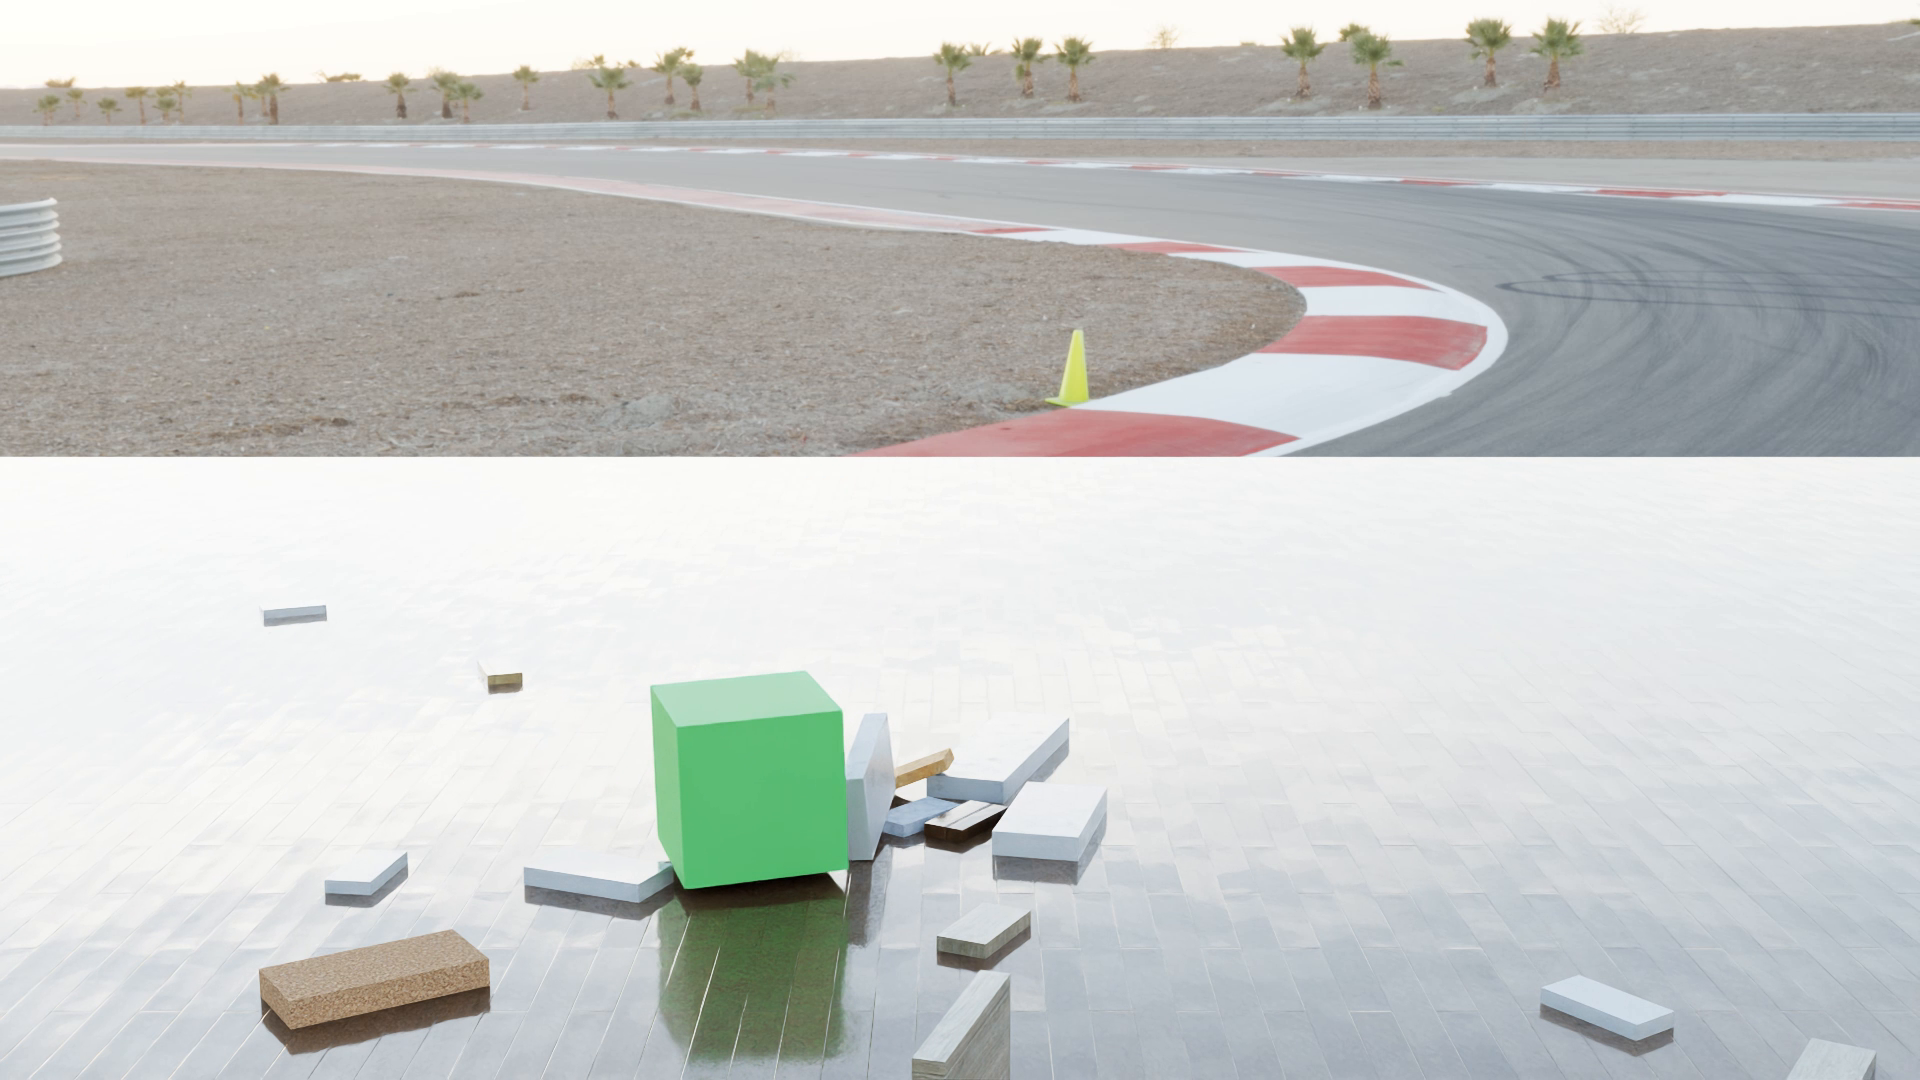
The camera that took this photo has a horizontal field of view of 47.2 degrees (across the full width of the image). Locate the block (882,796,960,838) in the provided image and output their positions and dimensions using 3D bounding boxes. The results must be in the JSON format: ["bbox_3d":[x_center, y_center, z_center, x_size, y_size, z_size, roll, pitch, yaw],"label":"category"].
[{"bbox_3d":[-0.080,0.508,4.045,0.081,0.023,0.162,9,14,39],"label":"block"}]

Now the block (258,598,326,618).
[{"bbox_3d":[-1.762,0.181,5.807,0.161,0.023,0.081,-5,12,-24],"label":"block"}]

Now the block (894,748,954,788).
[{"bbox_3d":[-0.094,0.446,4.213,0.162,0.023,0.081,-21,6,13],"label":"block"}]

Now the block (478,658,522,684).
[{"bbox_3d":[-1.075,0.306,5.138,0.081,0.023,0.161,-4,11,-20],"label":"block"}]

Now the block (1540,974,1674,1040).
[{"bbox_3d":[0.930,0.672,3.163,0.084,0.024,0.168,-7,13,-35],"label":"block"}]

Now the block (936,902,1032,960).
[{"bbox_3d":[0.039,0.615,3.469,0.084,0.024,0.168,5,12,26],"label":"block"}]

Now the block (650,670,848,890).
[{"bbox_3d":[-0.365,0.404,3.774,0.279,0.279,0.279,-5,12,-16],"label":"block"}]

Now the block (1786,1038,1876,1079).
[{"bbox_3d":[1.163,0.714,2.937,0.084,0.024,0.168,7,12,32],"label":"block"}]

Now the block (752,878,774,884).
[{"bbox_3d":[-0.363,0.553,3.801,0.081,0.023,0.161,-9,14,-35],"label":"block"}]

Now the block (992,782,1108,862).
[{"bbox_3d":[0.166,0.508,3.991,0.153,0.043,0.307,2,11,13],"label":"block"}]

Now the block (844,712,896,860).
[{"bbox_3d":[-0.165,0.439,3.955,0.043,0.153,0.307,-4,17,7],"label":"block"}]

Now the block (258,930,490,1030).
[{"bbox_3d":[-0.865,0.646,3.251,0.297,0.042,0.148,-7,13,-33],"label":"block"}]

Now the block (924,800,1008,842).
[{"bbox_3d":[0.012,0.513,4.019,0.081,0.023,0.162,6,12,31],"label":"block"}]

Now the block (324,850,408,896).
[{"bbox_3d":[-1.010,0.565,3.743,0.081,0.023,0.161,1,11,8],"label":"block"}]

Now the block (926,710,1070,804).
[{"bbox_3d":[0.083,0.430,4.409,0.153,0.043,0.492,3,11,17],"label":"block"}]

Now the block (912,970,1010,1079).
[{"bbox_3d":[0.005,0.675,2.806,0.042,0.148,0.297,3,11,16],"label":"block"}]

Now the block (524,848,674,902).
[{"bbox_3d":[-0.610,0.565,3.716,0.225,0.032,0.113,5,11,23],"label":"block"}]
